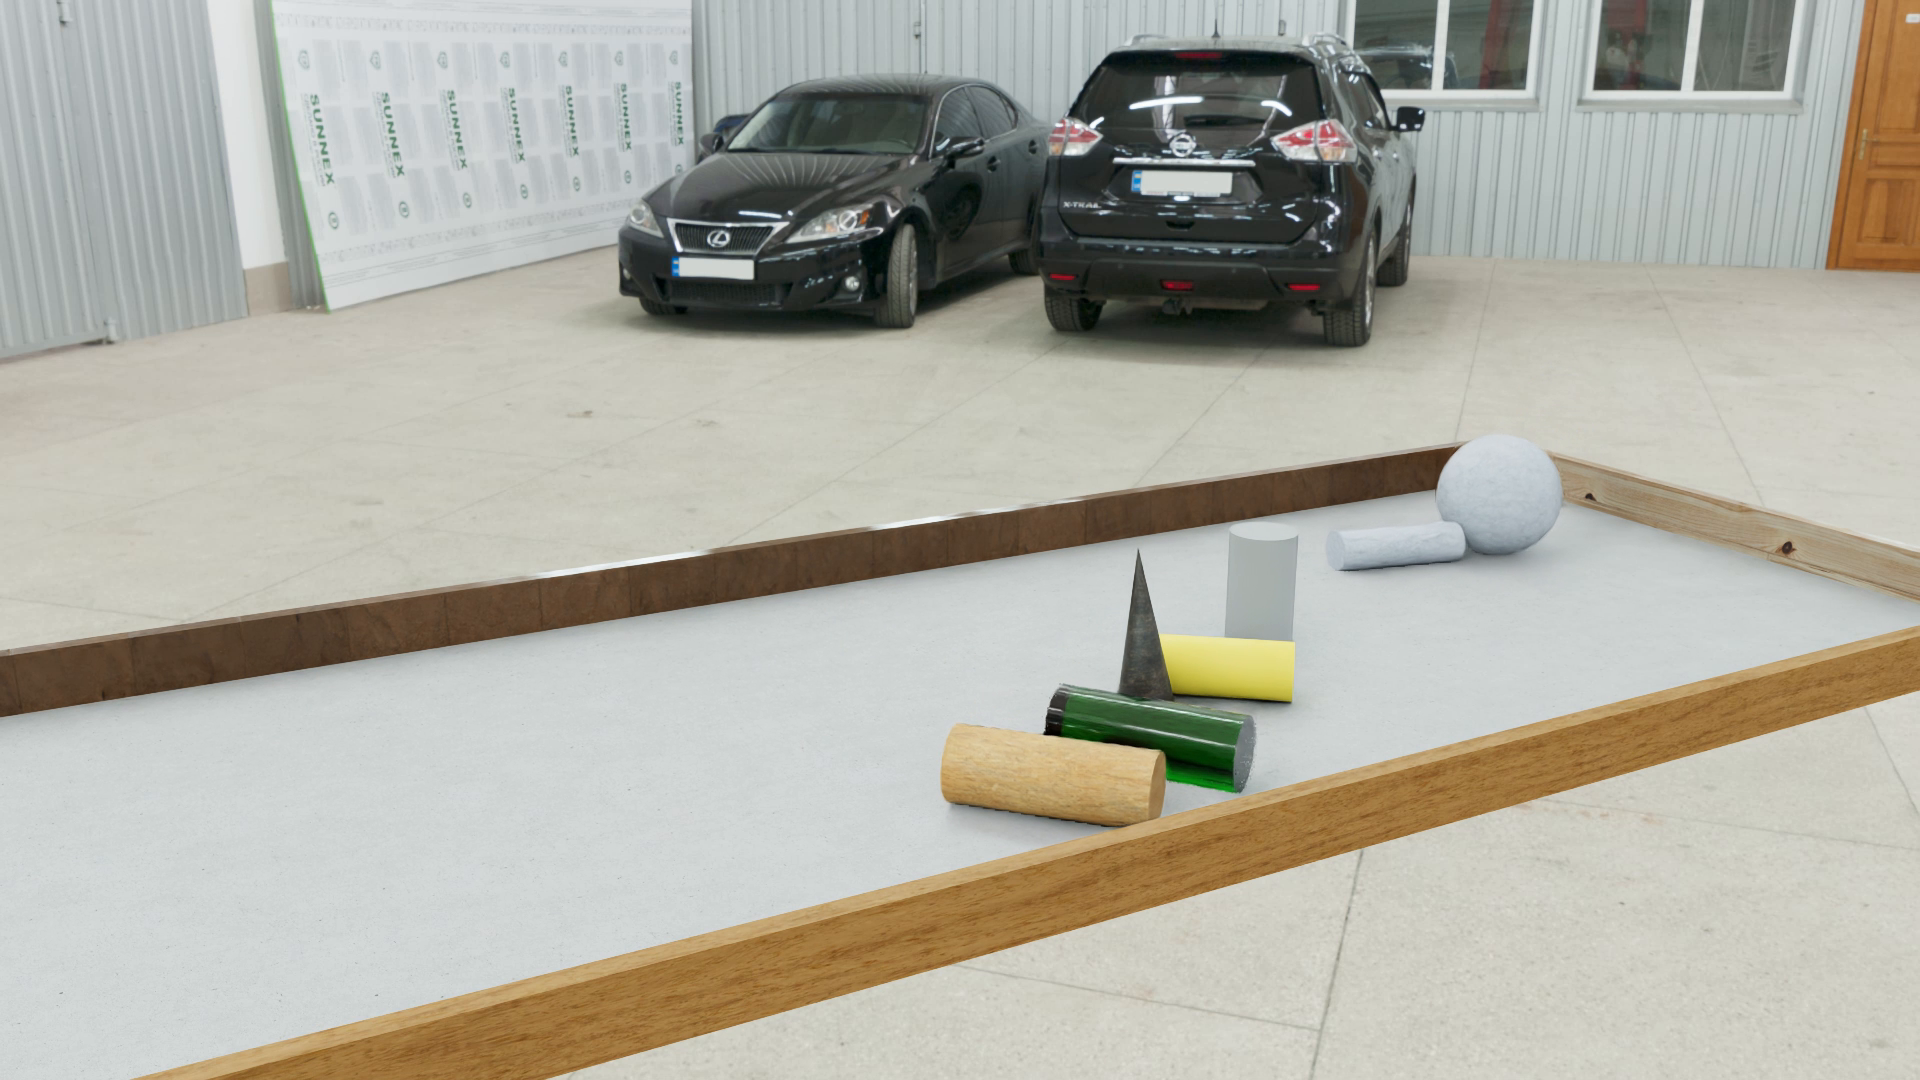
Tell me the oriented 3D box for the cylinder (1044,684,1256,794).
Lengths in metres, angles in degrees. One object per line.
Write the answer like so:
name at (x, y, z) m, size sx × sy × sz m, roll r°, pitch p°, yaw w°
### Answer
cylinder at (0.412, 0.429, 3.592) m, size 0.425 × 0.168 × 0.168 m, roll 8°, pitch 18°, yaw 24°

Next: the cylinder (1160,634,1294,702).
cylinder at (0.634, 0.311, 4.037) m, size 0.357 × 0.146 × 0.146 m, roll 3°, pitch 17°, yaw 10°

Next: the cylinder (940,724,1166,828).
cylinder at (0.193, 0.487, 3.405) m, size 0.437 × 0.164 × 0.164 m, roll 6°, pitch 17°, yaw 18°

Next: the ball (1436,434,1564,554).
ball at (1.692, -0.144, 5.176) m, size 0.377 × 0.377 × 0.377 m, roll 0°, pitch 16°, yaw 0°

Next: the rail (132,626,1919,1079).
rail at (-2.336, 1.006, 1.665) m, size 12.000 × 0.150 × 0.050 m, roll -9°, pitch 18°, yaw -27°

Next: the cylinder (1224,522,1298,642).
cylinder at (0.804, 0.122, 4.404) m, size 0.180 × 0.303 × 0.180 m, roll 0°, pitch 16°, yaw 0°

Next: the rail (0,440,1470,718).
rail at (-3.305, 0.497, 3.399) m, size 12.000 × 0.150 × 0.050 m, roll -9°, pitch 18°, yaw -27°

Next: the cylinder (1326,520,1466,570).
cylinder at (1.340, 0.017, 5.075) m, size 0.407 × 0.124 × 0.124 m, roll -4°, pitch 17°, yaw -14°

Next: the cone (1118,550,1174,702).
cone at (0.427, 0.216, 3.867) m, size 0.149 × 0.409 × 0.149 m, roll -4°, pitch 10°, yaw 1°

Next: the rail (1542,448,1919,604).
rail at (2.466, -0.048, 5.253) m, size 0.050 × 0.150 × 2.100 m, roll -9°, pitch 18°, yaw -27°
